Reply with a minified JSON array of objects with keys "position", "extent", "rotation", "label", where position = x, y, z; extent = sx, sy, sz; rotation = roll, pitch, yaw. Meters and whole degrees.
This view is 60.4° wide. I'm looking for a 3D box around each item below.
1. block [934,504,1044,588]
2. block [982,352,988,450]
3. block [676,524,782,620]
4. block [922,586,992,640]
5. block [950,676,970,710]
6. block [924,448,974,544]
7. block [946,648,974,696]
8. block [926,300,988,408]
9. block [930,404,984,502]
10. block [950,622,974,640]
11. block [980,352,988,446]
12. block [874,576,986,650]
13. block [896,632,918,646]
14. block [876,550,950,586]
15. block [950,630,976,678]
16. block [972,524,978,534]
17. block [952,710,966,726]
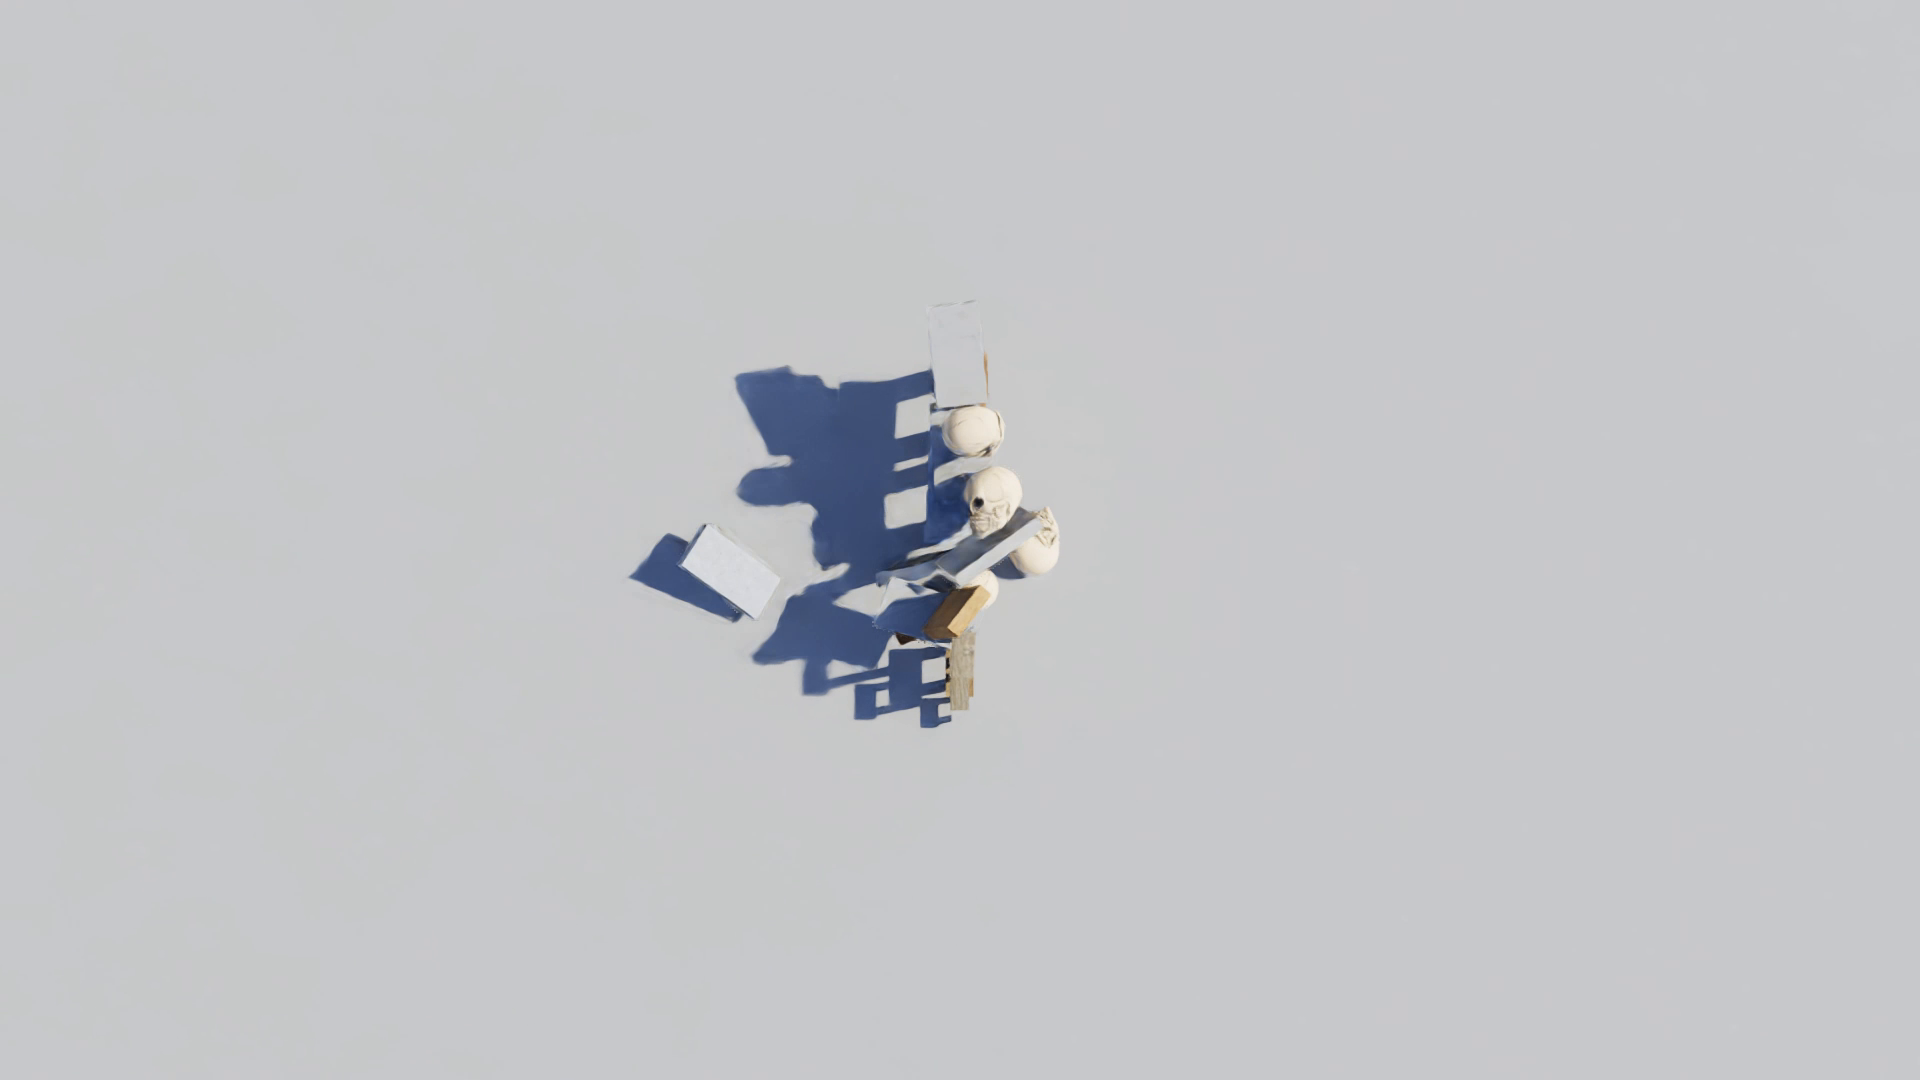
[{"position":[0.088,0.017,5.086],"extent":[0.320,0.160,0.045],"rotation":[-36,116,-11],"label":"block"},{"position":[0.004,-0.440,5.172],"extent":[0.152,0.043,0.304],"rotation":[2,90,0],"label":"block"},{"position":[-0.753,0.105,5.387],"extent":[0.319,0.045,0.160],"rotation":[39,71,-26],"label":"block"},{"position":[-0.013,0.219,4.979],"extent":[0.045,0.320,0.160],"rotation":[40,77,-9],"label":"block"},{"position":[-0.001,0.474,5.171],"extent":[0.059,0.017,0.118],"rotation":[0,90,0],"label":"block"},{"position":[-0.029,-0.137,5.172],"extent":[0.150,0.042,0.300],"rotation":[3,93,0],"label":"block"},{"position":[-0.001,0.415,5.310],"extent":[0.089,0.025,0.177],"rotation":[0,90,0],"label":"block"},{"position":[-0.009,-0.550,4.886],"extent":[0.152,0.043,0.303],"rotation":[-8,111,-6],"label":"block"},{"position":[-0.010,-0.270,5.066],"extent":[0.152,0.043,0.308],"rotation":[-3,114,-1],"label":"block"},{"position":[0.004,0.280,5.066],"extent":[0.070,0.140,0.020],"rotation":[-41,82,3],"label":"block"},{"position":[0.006,-0.427,5.045],"extent":[0.152,0.043,0.303],"rotation":[-1,125,-2],"label":"block"},{"position":[-0.094,0.238,5.156],"extent":[0.313,0.044,0.157],"rotation":[18,82,-6],"label":"block"},{"position":[-0.128,0.271,5.342],"extent":[0.157,0.313,0.044],"rotation":[-21,95,0],"label":"block"},{"position":[-0.119,0.085,5.325],"extent":[0.157,0.313,0.044],"rotation":[-10,96,33],"label":"block"},{"position":[0.008,0.344,4.989],"extent":[0.070,0.020,0.140],"rotation":[5,93,0],"label":"block"},{"position":[-0.017,-0.039,5.350],"extent":[0.150,0.300,0.042],"rotation":[7,90,0],"label":"block"},{"position":[-0.004,0.557,5.397],"extent":[0.048,0.014,0.096],"rotation":[0,90,0],"label":"block"}]
